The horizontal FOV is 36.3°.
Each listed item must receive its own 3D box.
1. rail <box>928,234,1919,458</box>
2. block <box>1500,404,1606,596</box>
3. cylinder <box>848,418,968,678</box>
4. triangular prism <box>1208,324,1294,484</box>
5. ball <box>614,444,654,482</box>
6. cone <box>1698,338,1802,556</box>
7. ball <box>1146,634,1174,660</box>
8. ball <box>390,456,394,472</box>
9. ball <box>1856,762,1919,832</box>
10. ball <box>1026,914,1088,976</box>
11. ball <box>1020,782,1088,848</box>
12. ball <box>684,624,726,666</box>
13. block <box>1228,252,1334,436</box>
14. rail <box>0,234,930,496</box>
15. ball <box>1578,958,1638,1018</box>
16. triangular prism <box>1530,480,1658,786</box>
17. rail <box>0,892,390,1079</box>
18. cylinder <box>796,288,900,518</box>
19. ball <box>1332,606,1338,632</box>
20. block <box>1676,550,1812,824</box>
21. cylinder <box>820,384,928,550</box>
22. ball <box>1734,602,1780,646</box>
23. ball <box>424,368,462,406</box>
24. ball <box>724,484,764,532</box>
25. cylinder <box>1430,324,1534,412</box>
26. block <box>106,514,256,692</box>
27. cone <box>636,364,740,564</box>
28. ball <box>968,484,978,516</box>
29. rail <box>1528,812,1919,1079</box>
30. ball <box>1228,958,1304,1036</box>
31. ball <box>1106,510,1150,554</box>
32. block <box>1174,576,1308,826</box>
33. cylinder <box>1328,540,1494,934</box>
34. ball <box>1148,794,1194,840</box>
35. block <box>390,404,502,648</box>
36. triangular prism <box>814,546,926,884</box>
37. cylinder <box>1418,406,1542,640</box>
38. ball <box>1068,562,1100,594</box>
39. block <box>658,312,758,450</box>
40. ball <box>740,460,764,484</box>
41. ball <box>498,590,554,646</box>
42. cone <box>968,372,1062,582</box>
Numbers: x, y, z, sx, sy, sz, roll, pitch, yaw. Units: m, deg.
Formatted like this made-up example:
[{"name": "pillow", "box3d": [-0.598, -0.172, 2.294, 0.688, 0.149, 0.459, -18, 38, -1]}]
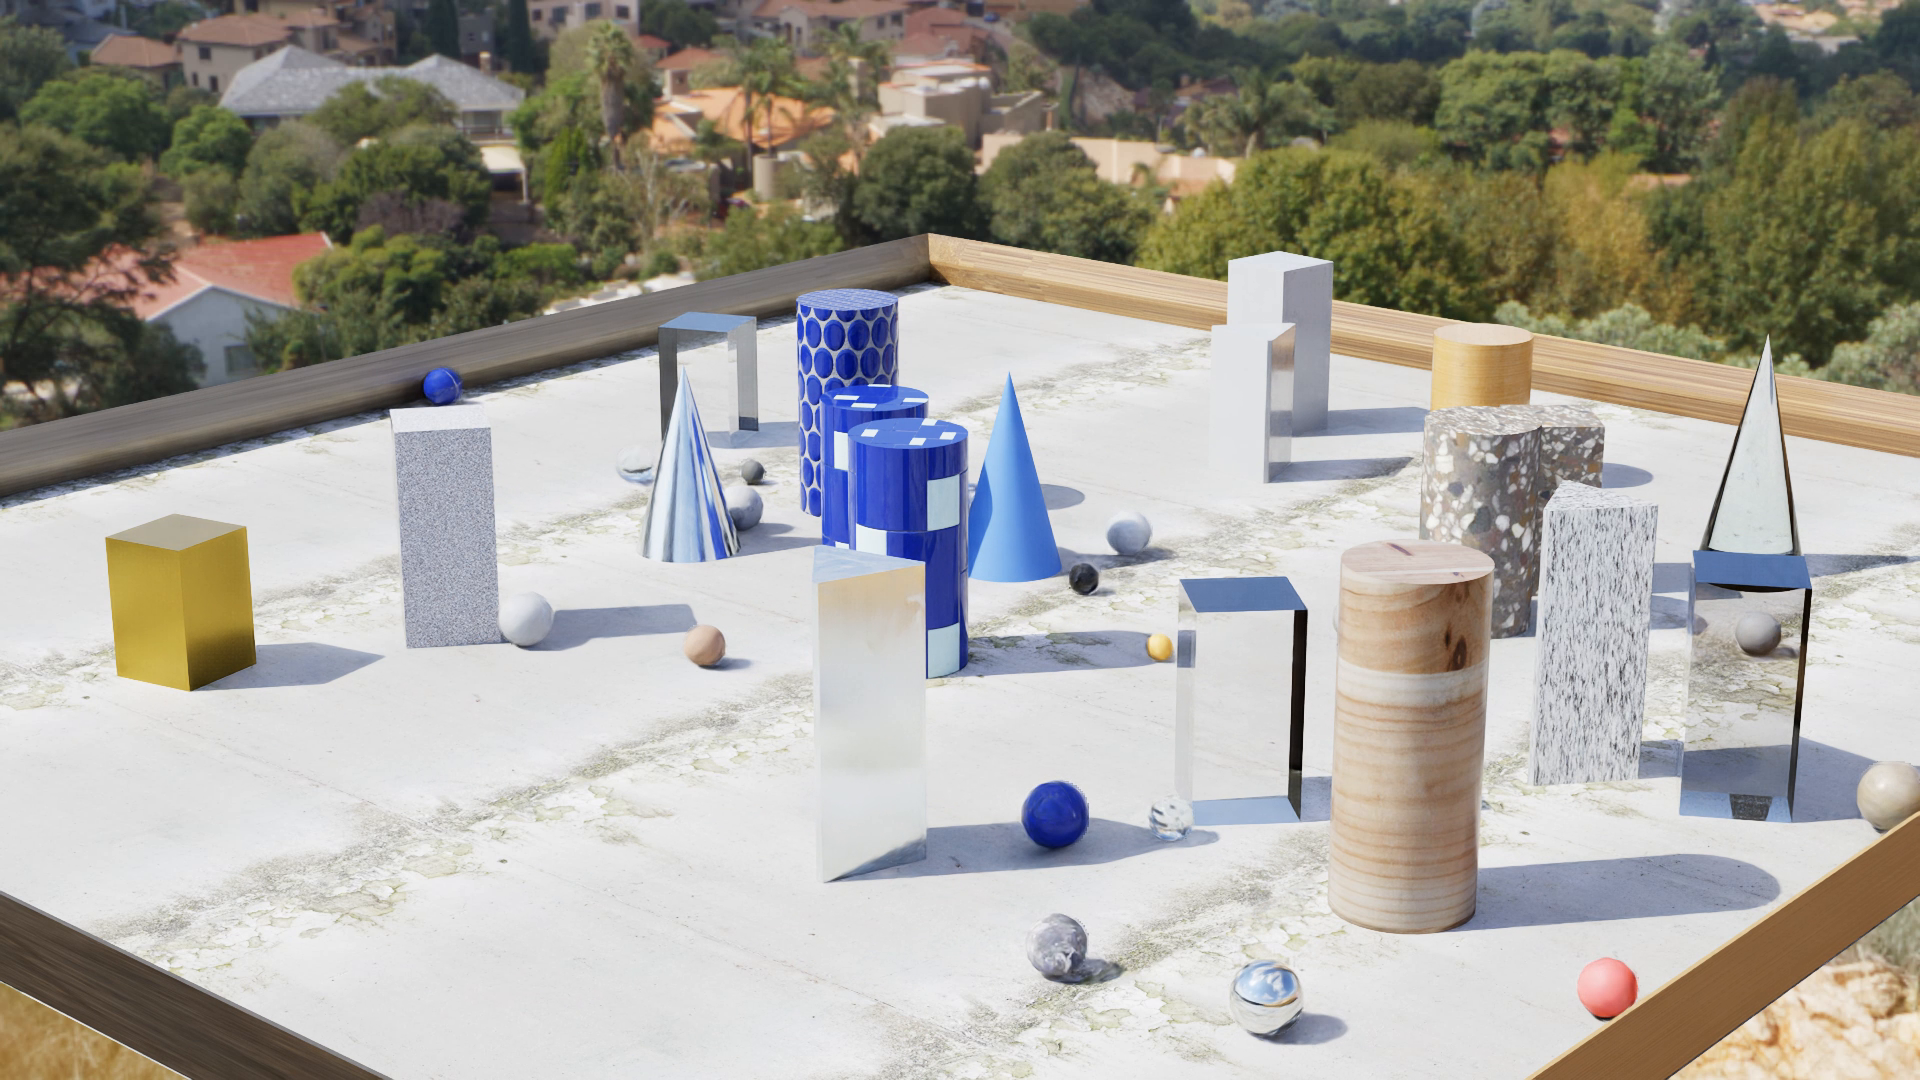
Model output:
[{"name": "rail", "box3d": [1.275, -0.393, 6.526, 3.638, 0.126, 0.045, 14, 22, 39]}, {"name": "block", "box3d": [1.030, -0.070, 5.147, 0.155, 0.306, 0.155, 0, 17, 1]}, {"name": "cylinder", "box3d": [-0.083, 0.013, 4.739, 0.194, 0.384, 0.194, 0, 17, 0]}, {"name": "triangular prism", "box3d": [0.612, -0.283, 5.880, 0.145, 0.291, 0.168, -13, 21, -36]}, {"name": "ball", "box3d": [-0.646, -0.153, 5.816, 0.078, 0.078, 0.078, 0, 17, 0]}, {"name": "cone", "box3d": [1.422, -0.157, 5.220, 0.194, 0.431, 0.194, 0, 17, 0]}, {"name": "ball", "box3d": [0.326, 0.175, 4.791, 0.044, 0.044, 0.044, 0, 17, 0]}, {"name": "ball", "box3d": [-1.096, -0.154, 5.830, 0.073, 0.073, 0.073, 0, 17, 0]}, {"name": "ball", "box3d": [1.301, 0.359, 4.090, 0.097, 0.097, 0.097, 0, 17, 0]}, {"name": "ball", "box3d": [0.120, 0.503, 3.643, 0.078, 0.078, 0.078, 0, 17, 0]}, {"name": "ball", "box3d": [0.130, 0.378, 4.032, 0.093, 0.093, 0.093, 0, 17, 0]}, {"name": "ball", "box3d": [-0.413, 0.172, 4.761, 0.067, 0.067, 0.067, 0, 17, 0]}, {"name": "block", "box3d": [0.674, -0.415, 6.205, 0.155, 0.356, 0.155, -14, 22, -40]}, {"name": "rail", "box3d": [-1.356, -0.309, 6.247, 0.045, 0.126, 3.936, 14, 22, 39]}, {"name": "ball", "box3d": [0.780, 0.540, 3.532, 0.072, 0.072, 0.072, 0, 17, 0]}, {"name": "triangular prism", "box3d": [0.899, 0.133, 4.285, 0.168, 0.417, 0.145, -3, 17, -9]}, {"name": "rail", "box3d": [-1.275, 0.456, 3.715, 3.638, 0.126, 0.045, 14, 22, 39]}, {"name": "cylinder", "box3d": [-0.213, -0.261, 5.606, 0.194, 0.407, 0.194, 0, 17, 0]}, {"name": "ball", "box3d": [0.655, 0.132, 4.887, 0.071, 0.071, 0.071, 0, 17, 0]}, {"name": "block", "box3d": [1.109, 0.207, 4.161, 0.155, 0.347, 0.155, 3, 17, 11]}, {"name": "cylinder", "box3d": [-0.152, -0.102, 5.243, 0.194, 0.313, 0.194, 0, 17, 0]}, {"name": "ball", "box3d": [1.321, 0.138, 4.861, 0.074, 0.074, 0.074, 0, 17, 0]}, {"name": "ball", "box3d": [-1.132, -0.335, 6.414, 0.082, 0.082, 0.082, 0, 17, 0]}, {"name": "ball", "box3d": [-0.412, -0.060, 5.494, 0.088, 0.088, 0.088, 0, 17, 0]}, {"name": "cylinder", "box3d": [1.027, -0.260, 5.791, 0.194, 0.299, 0.194, 0, 17, 0]}, {"name": "block", "box3d": [-1.251, 0.099, 4.715, 0.155, 0.234, 0.155, 9, 19, 28]}, {"name": "cone", "box3d": [-0.500, -0.152, 5.349, 0.194, 0.348, 0.194, 0, 17, 0]}, {"name": "ball", "box3d": [0.022, -0.060, 5.482, 0.093, 0.093, 0.093, 0, 17, 0]}, {"name": "rail", "box3d": [1.356, 0.372, 3.993, 0.045, 0.126, 3.936, 14, 22, 39]}, {"name": "ball", "box3d": [0.364, 0.544, 3.488, 0.090, 0.090, 0.090, 0, 17, 0]}, {"name": "ball", "box3d": [0.307, -0.014, 5.349, 0.083, 0.083, 0.083, 0, 17, 0]}, {"name": "block", "box3d": [0.395, 0.227, 4.149, 0.155, 0.315, 0.155, -1, 17, -5]}, {"name": "cylinder", "box3d": [0.581, 0.253, 3.790, 0.194, 0.472, 0.194, 0, 17, 0]}, {"name": "ball", "box3d": [0.293, 0.385, 4.061, 0.063, 0.063, 0.063, 0, 17, 0]}, {"name": "block", "box3d": [-0.857, -0.024, 4.885, 0.155, 0.370, 0.155, -4, 17, -13]}, {"name": "triangular prism", "box3d": [-0.154, 0.227, 3.964, 0.168, 0.422, 0.145, -10, 19, -30]}, {"name": "cylinder", "box3d": [0.871, -0.031, 4.935, 0.194, 0.353, 0.194, 0, 17, 0]}, {"name": "ball", "box3d": [0.217, 0.067, 5.128, 0.055, 0.055, 0.055, 0, 17, 0]}, {"name": "block", "box3d": [-0.524, -0.335, 6.126, 0.155, 0.248, 0.155, 6, 18, 18]}, {"name": "ball", "box3d": [-0.411, -0.135, 5.813, 0.047, 0.047, 0.047, 0, 17, 0]}, {"name": "ball", "box3d": [-0.719, 0.130, 4.861, 0.090, 0.090, 0.090, 0, 17, 0]}, {"name": "cone", "box3d": [0.087, -0.126, 5.235, 0.194, 0.363, 0.194, 0, 17, 0]}]
